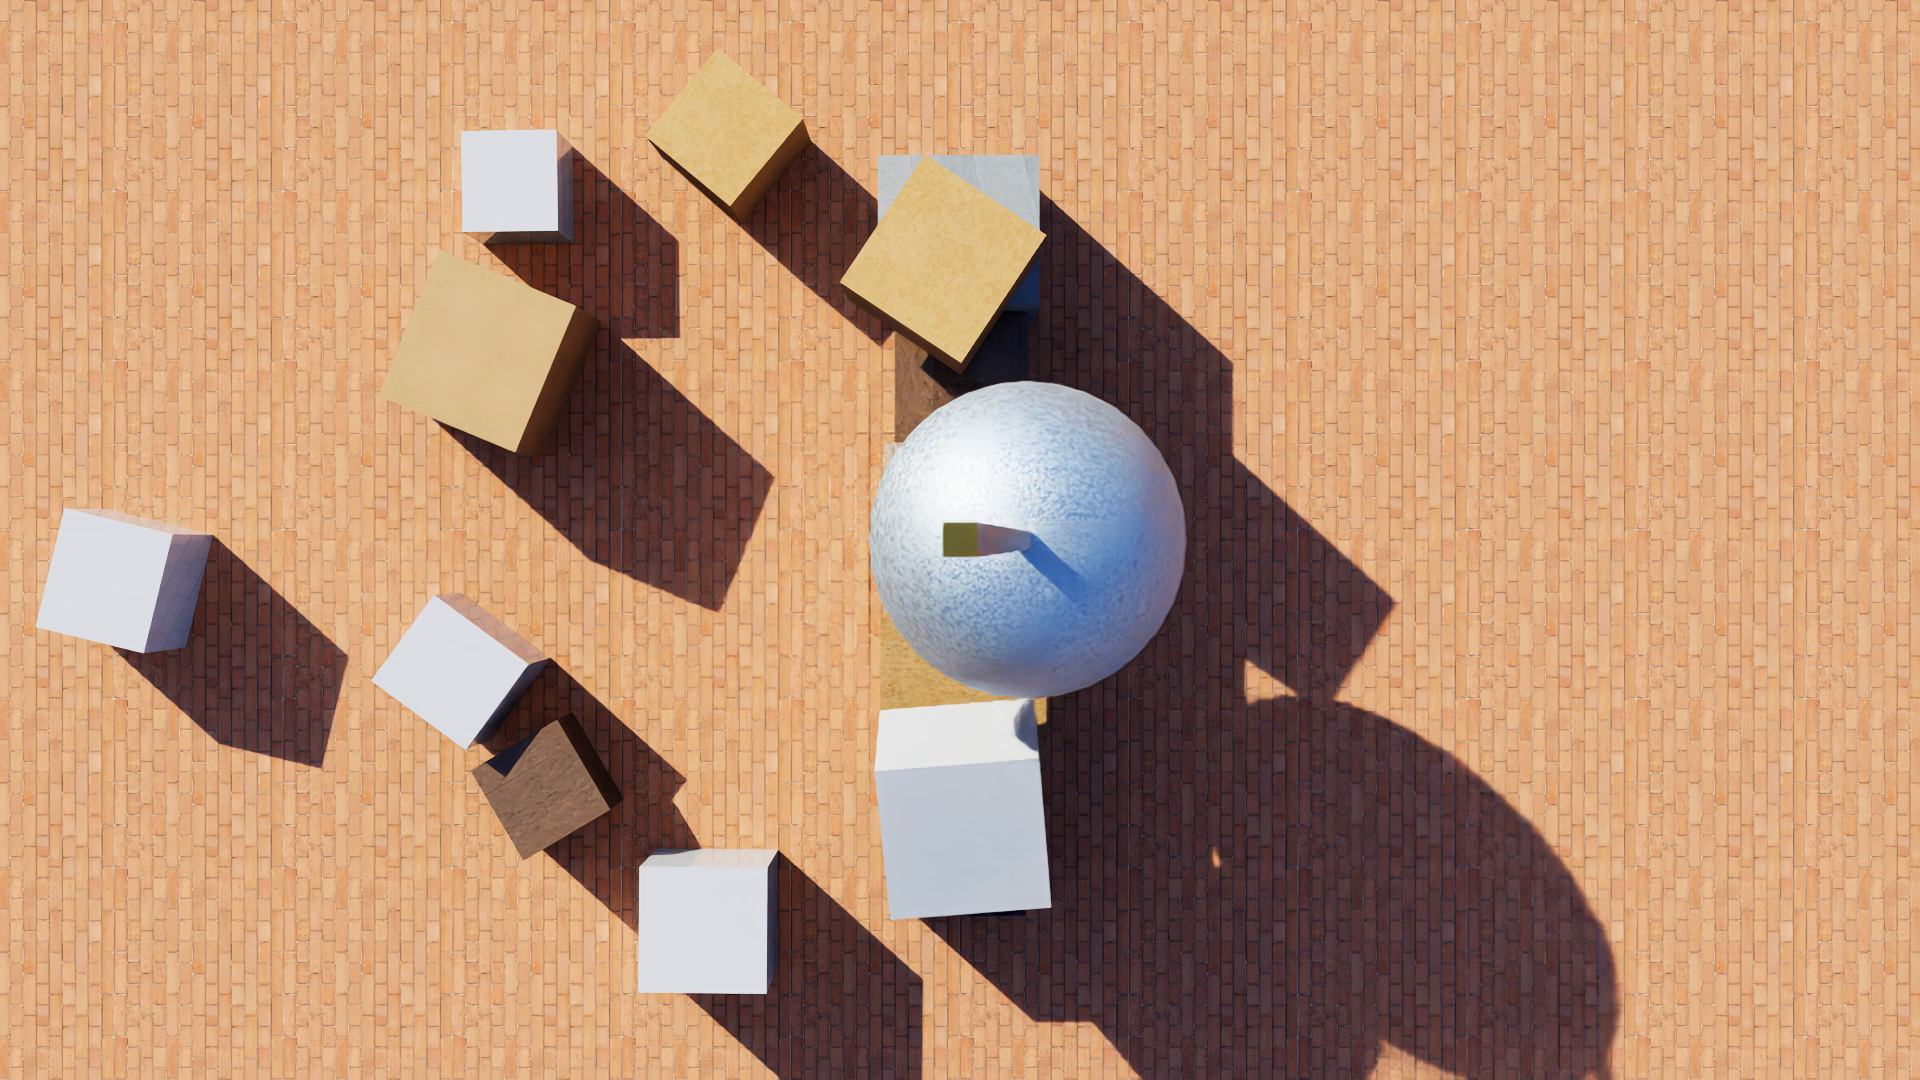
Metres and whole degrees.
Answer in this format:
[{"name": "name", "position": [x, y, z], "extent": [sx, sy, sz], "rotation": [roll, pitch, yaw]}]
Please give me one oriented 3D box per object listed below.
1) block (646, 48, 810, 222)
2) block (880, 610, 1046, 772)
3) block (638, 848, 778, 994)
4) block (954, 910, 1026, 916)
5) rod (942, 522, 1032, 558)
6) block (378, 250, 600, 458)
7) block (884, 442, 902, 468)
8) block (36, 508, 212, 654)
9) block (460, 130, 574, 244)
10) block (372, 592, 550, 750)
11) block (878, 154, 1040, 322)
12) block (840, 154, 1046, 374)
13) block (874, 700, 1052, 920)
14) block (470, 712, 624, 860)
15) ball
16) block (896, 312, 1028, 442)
[{"name": "block", "position": [-1.323, -2.314, 12.659], "extent": [0.620, 0.682, 0.639], "rotation": [40, 90, 0]}, {"name": "block", "position": [0.018, 0.838, 12.576], "extent": [0.920, 0.848, 0.878], "rotation": [0, 90, 0]}, {"name": "block", "position": [-1.436, 2.179, 12.642], "extent": [0.716, 0.716, 0.704], "rotation": [0, 90, 0]}, {"name": "block", "position": [-0.013, 1.696, 12.652], "extent": [0.763, 0.697, 0.817], "rotation": [0, 90, 0]}, {"name": "rod", "position": [0.147, 0.000, 7.664], "extent": [0.080, 5.200, 0.080], "rotation": [0, 90, 3]}, {"name": "block", "position": [-2.667, -1.045, 12.571], "extent": [0.819, 0.858, 0.875], "rotation": [23, 90, 0]}, {"name": "block", "position": [0.028, -0.071, 12.495], "extent": [0.889, 1.010, 0.926], "rotation": [0, 90, 0]}, {"name": "block", "position": [-4.800, 0.228, 12.665], "extent": [0.624, 0.669, 0.687], "rotation": [14, 90, 0]}, {"name": "block", "position": [-2.556, -2.038, 12.738], "extent": [0.543, 0.524, 0.573], "rotation": [-1, 90, 0]}, {"name": "block", "position": [-2.860, 0.742, 12.664], "extent": [0.657, 0.672, 0.596], "rotation": [36, 90, 0]}, {"name": "block", "position": [-0.007, -1.695, 12.509], "extent": [0.884, 0.982, 0.818], "rotation": [0, 90, 0]}, {"name": "block", "position": [-0.086, -1.435, 11.613], "extent": [0.743, 0.809, 0.783], "rotation": [34, 90, 0]}, {"name": "block", "position": [0.020, 1.428, 11.775], "extent": [0.847, 0.811, 0.853], "rotation": [-5, 108, 1]}, {"name": "block", "position": [-2.384, 1.421, 12.744], "extent": [0.572, 0.512, 0.595], "rotation": [-31, 90, 0]}, {"name": "ball", "position": [0.339, 0.000, 11.059], "extent": [1.600, 1.600, 1.600], "rotation": [0, 90, 0]}, {"name": "block", "position": [0.009, -0.912, 12.671], "extent": [0.747, 0.658, 0.729], "rotation": [0, 90, 0]}]
